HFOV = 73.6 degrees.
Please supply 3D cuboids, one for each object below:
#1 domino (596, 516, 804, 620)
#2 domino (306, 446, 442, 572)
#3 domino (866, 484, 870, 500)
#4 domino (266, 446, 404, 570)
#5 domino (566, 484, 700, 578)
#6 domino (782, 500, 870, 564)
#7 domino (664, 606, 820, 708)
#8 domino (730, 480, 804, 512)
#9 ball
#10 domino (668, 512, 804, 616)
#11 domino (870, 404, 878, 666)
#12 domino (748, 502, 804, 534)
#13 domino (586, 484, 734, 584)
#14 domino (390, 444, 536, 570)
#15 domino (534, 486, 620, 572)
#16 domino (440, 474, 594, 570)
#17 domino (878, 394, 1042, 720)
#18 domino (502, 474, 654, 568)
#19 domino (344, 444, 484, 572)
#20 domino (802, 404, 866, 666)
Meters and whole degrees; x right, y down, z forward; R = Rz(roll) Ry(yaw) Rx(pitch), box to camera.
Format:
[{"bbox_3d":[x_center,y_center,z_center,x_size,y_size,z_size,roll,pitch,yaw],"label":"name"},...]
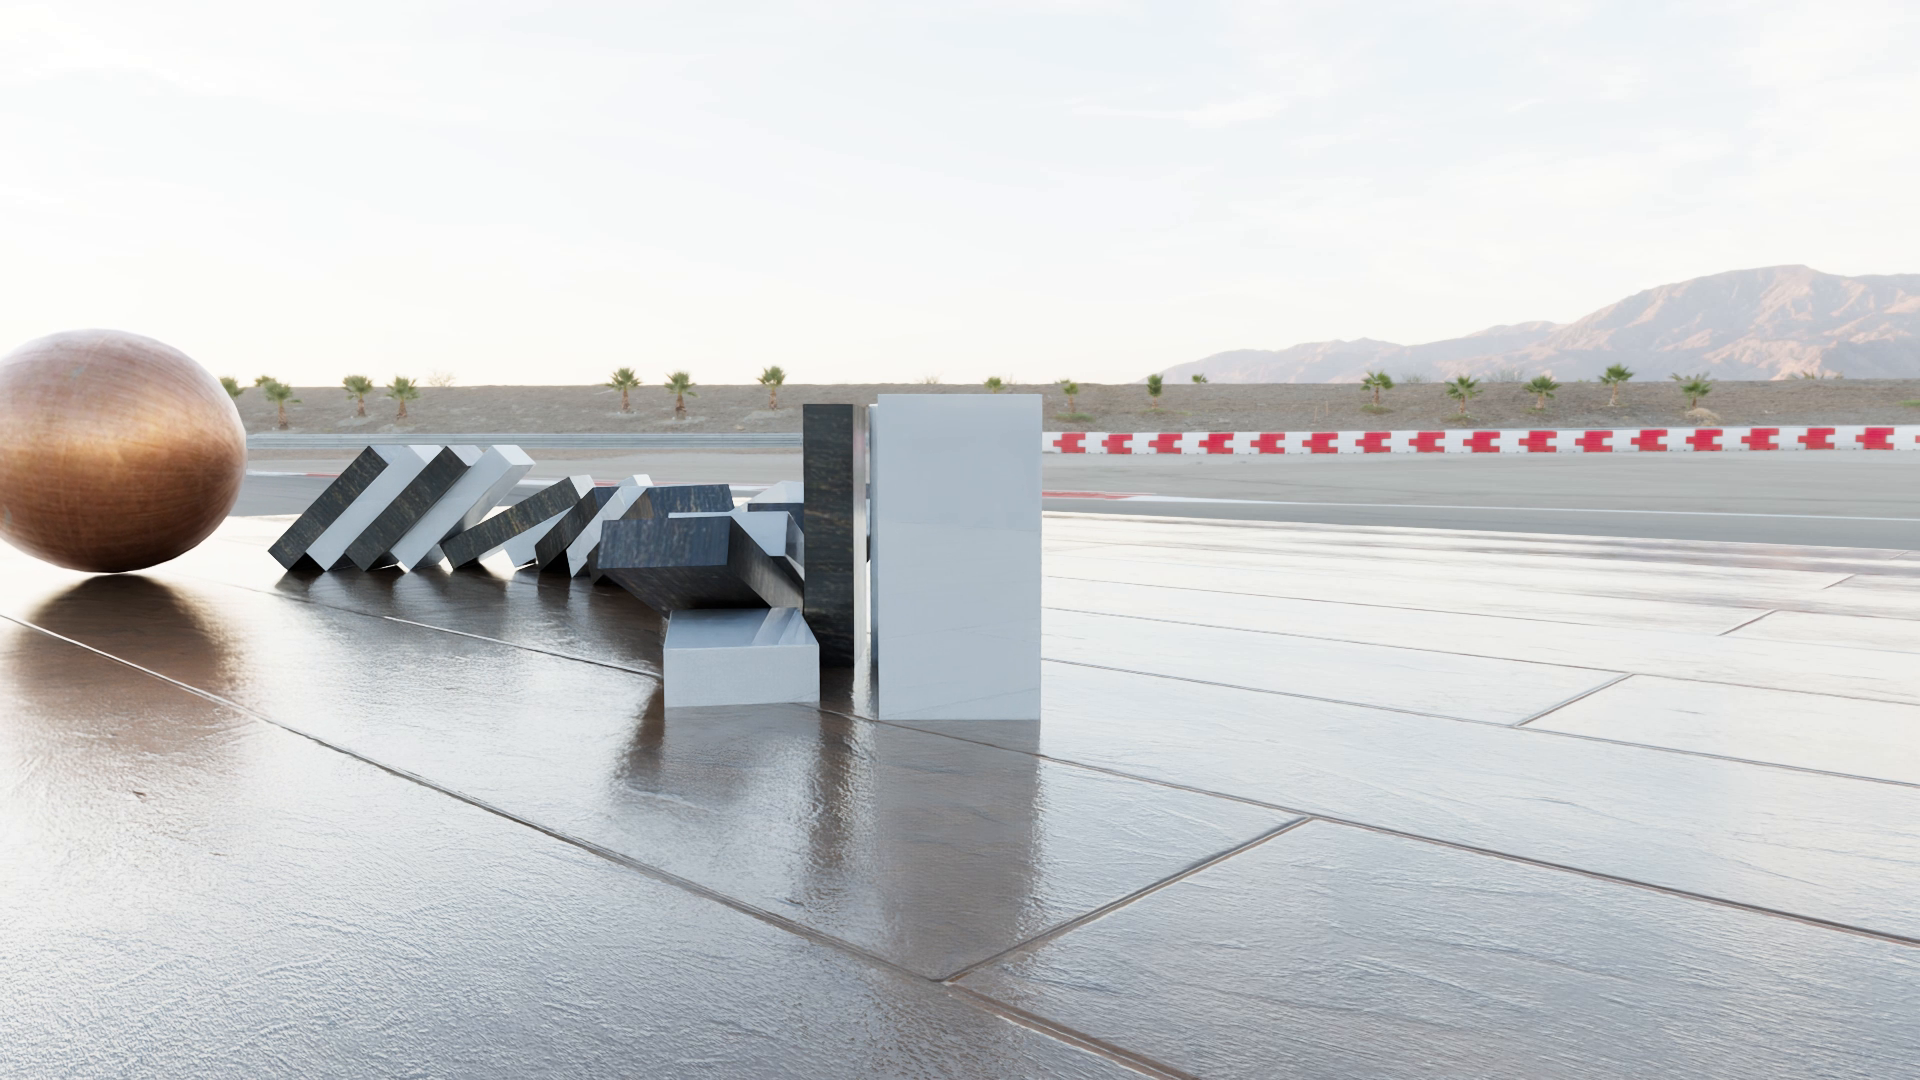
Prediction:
[{"bbox_3d":[-0.051,0.008,0.260,0.025,0.009,0.050,-2,-19,9],"label":"domino"},{"bbox_3d":[-0.198,-0.011,0.440,0.050,0.009,0.025,-45,3,3],"label":"domino"},{"bbox_3d":[-0.040,-0.001,0.365,0.050,0.010,0.025,-28,-15,29],"label":"domino"},{"bbox_3d":[-0.211,-0.012,0.441,0.050,0.009,0.025,-45,3,3],"label":"domino"},{"bbox_3d":[-0.101,-0.002,0.398,0.025,0.009,0.050,-4,-20,-38],"label":"domino"},{"bbox_3d":[-0.038,0.003,0.336,0.025,0.009,0.050,-1,-19,-18],"label":"domino"},{"bbox_3d":[-0.040,0.020,0.234,0.025,0.009,0.050,-1,4,-11],"label":"domino"},{"bbox_3d":[-0.060,-0.002,0.373,0.050,0.010,0.025,-27,-15,28],"label":"domino"},{"bbox_3d":[-0.278,-0.029,0.419,0.080,0.080,0.080,0,4,0],"label":"ball"},{"bbox_3d":[-0.045,0.007,0.284,0.025,0.010,0.050,-1,-19,6],"label":"domino"},{"bbox_3d":[-0.004,-0.001,0.248,0.025,0.050,0.009,-2,5,-27],"label":"domino"},{"bbox_3d":[-0.037,0.005,0.309,0.025,0.010,0.050,0,-20,-4],"label":"domino"},{"bbox_3d":[-0.089,-0.001,0.378,0.025,0.009,0.050,-5,-20,-38],"label":"domino"},{"bbox_3d":[-0.171,-0.012,0.442,0.010,0.050,0.025,45,3,-3],"label":"domino"},{"bbox_3d":[-0.116,-0.003,0.417,0.025,0.009,0.050,-4,-19,-41],"label":"domino"},{"bbox_3d":[-0.152,-0.007,0.447,0.050,0.010,0.025,-27,4,1],"label":"domino"},{"bbox_3d":[0.000,0.002,0.201,0.025,0.050,0.009,0,4,0],"label":"domino"},{"bbox_3d":[-0.131,-0.007,0.447,0.050,0.010,0.025,-28,4,-1],"label":"domino"},{"bbox_3d":[-0.184,-0.011,0.438,0.050,0.009,0.025,-45,3,3],"label":"domino"},{"bbox_3d":[-0.025,-0.002,0.256,0.010,0.050,0.025,0,4,1],"label":"domino"}]
